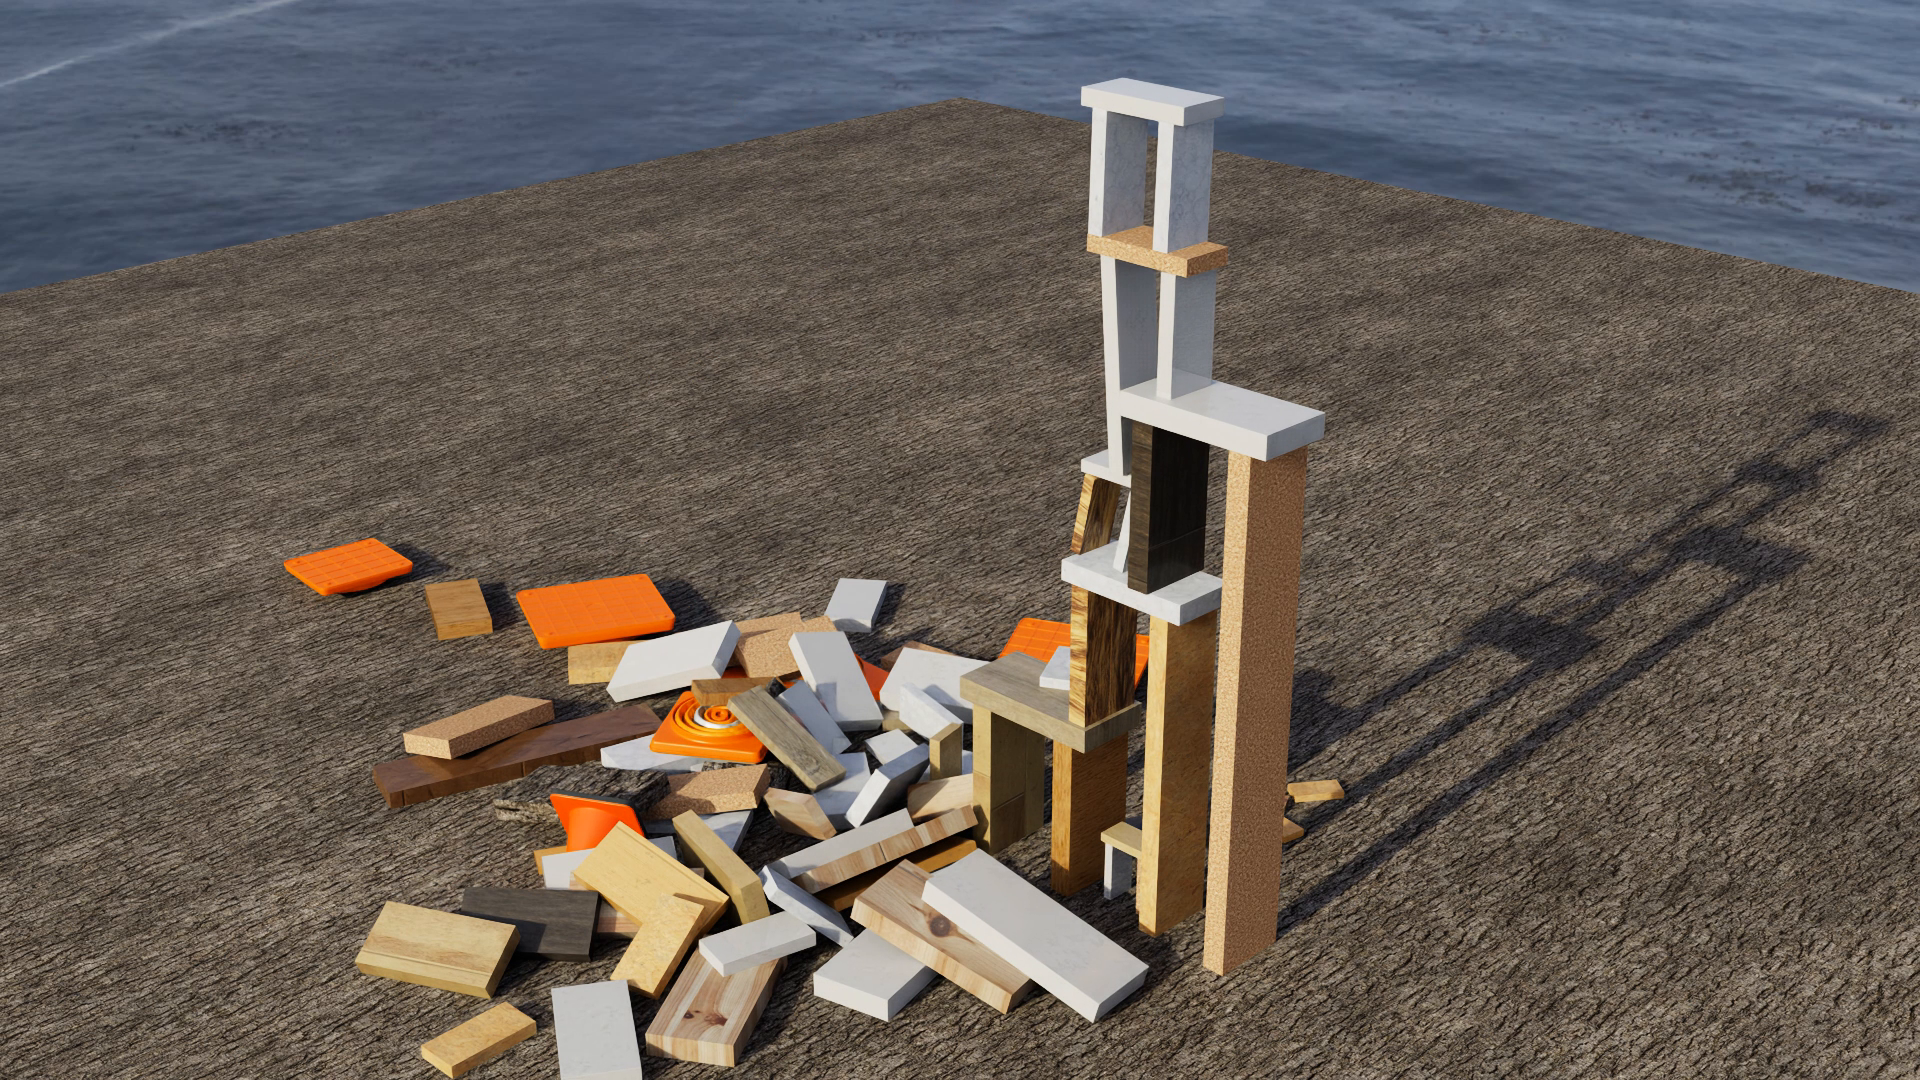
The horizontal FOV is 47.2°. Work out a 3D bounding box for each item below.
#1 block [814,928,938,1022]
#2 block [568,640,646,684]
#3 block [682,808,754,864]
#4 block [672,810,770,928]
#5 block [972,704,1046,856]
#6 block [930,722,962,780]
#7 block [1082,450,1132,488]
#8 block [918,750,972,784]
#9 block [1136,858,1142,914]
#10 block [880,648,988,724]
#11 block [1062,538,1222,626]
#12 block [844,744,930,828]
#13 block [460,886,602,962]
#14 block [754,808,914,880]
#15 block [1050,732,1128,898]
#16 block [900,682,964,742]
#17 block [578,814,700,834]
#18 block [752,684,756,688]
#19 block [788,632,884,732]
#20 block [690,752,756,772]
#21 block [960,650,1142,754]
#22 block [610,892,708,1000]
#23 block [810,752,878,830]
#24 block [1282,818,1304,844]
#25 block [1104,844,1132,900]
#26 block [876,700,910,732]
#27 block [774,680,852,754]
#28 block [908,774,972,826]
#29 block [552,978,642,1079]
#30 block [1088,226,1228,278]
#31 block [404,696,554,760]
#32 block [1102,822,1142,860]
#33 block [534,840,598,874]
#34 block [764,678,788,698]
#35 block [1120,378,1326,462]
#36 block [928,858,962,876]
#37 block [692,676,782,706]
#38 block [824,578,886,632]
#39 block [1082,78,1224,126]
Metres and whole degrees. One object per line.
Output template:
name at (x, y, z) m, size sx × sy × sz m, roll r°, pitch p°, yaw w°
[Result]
block at (-0.111, 0.745, 3.949) m, size 0.154 × 0.044 × 0.309 m, roll 13°, pitch 26°, yaw 28°
block at (-0.769, 0.278, 5.059) m, size 0.259 × 0.037 × 0.130 m, roll -4°, pitch 23°, yaw -8°
block at (-0.475, 0.578, 4.319) m, size 0.096 × 0.027 × 0.192 m, roll 3°, pitch 23°, yaw 8°
block at (-0.439, 0.630, 4.085) m, size 0.041 × 0.145 × 0.290 m, roll -25°, pitch 31°, yaw -23°
block at (0.096, 0.443, 4.306) m, size 0.045 × 0.320 × 0.160 m, roll 20°, pitch 30°, yaw 39°
block at (-0.028, 0.463, 4.455) m, size 0.024 × 0.167 × 0.084 m, roll 14°, pitch 26°, yaw 29°
block at (0.299, -0.122, 3.869) m, size 0.158 × 0.022 × 0.079 m, roll 21°, pitch 31°, yaw 40°
block at (0.024, 0.488, 4.565) m, size 0.247 × 0.035 × 0.124 m, roll 11°, pitch 25°, yaw 24°
block at (0.356, 0.638, 4.106) m, size 0.017 × 0.119 × 0.059 m, roll 21°, pitch 31°, yaw 41°
block at (0.004, 0.328, 4.819) m, size 0.322 × 0.046 × 0.161 m, roll 9°, pitch 38°, yaw 16°
block at (0.328, 0.073, 3.898) m, size 0.138 × 0.039 × 0.275 m, roll -21°, pitch 31°, yaw -40°
block at (-0.136, 0.487, 4.378) m, size 0.035 × 0.124 × 0.247 m, roll 38°, pitch 18°, yaw 13°
block at (-0.784, 0.698, 3.993) m, size 0.247 × 0.035 × 0.123 m, roll 2°, pitch 56°, yaw 4°
block at (-0.244, 0.593, 4.208) m, size 0.290 × 0.041 × 0.145 m, roll -18°, pitch -9°, yaw -36°
block at (0.246, 0.501, 4.170) m, size 0.045 × 0.320 × 0.160 m, roll 21°, pitch 31°, yaw 40°
block at (-0.062, 0.386, 4.699) m, size 0.026 × 0.091 × 0.183 m, roll -23°, pitch 40°, yaw -33°
block at (-0.599, 0.564, 4.409) m, size 0.324 × 0.017 × 0.062 m, roll 1°, pitch 23°, yaw 2°
block at (-0.391, 0.393, 4.656) m, size 0.176 × 0.025 × 0.088 m, roll 44°, pitch 24°, yaw -9°
block at (-0.272, 0.308, 4.813) m, size 0.126 × 0.036 × 0.253 m, roll 0°, pitch 47°, yaw -33°
block at (-0.495, 0.480, 4.608) m, size 0.123 × 0.017 × 0.062 m, roll -12°, pitch 26°, yaw -26°
block at (0.170, 0.303, 4.167) m, size 0.320 × 0.045 × 0.160 m, roll 21°, pitch 31°, yaw 40°
block at (-0.535, 0.723, 3.918) m, size 0.093 × 0.026 × 0.185 m, roll 12°, pitch 53°, yaw 26°
block at (-0.242, 0.513, 4.506) m, size 0.124 × 0.035 × 0.248 m, roll -3°, pitch 23°, yaw -8°
block at (0.632, 0.570, 4.397) m, size 0.052 × 0.015 × 0.104 m, roll -15°, pitch 27°, yaw -32°
block at (0.300, 0.616, 4.157) m, size 0.017 × 0.119 × 0.059 m, roll 21°, pitch 31°, yaw 41°
block at (-0.043, 0.375, 4.841) m, size 0.274 × 0.027 × 0.096 m, roll -4°, pitch 23°, yaw -10°
block at (-0.312, 0.386, 4.663) m, size 0.025 × 0.175 × 0.088 m, roll -39°, pitch -3°, yaw 32°
block at (-0.023, 0.518, 4.384) m, size 0.167 × 0.024 × 0.084 m, roll -13°, pitch 59°, yaw 20°
block at (-0.618, 0.841, 3.730) m, size 0.131 × 0.037 × 0.261 m, roll -5°, pitch 24°, yaw -12°
block at (0.328, -0.485, 3.664) m, size 0.214 × 0.030 × 0.107 m, roll 22°, pitch 31°, yaw 40°
block at (-1.026, 0.398, 4.701) m, size 0.145 × 0.041 × 0.290 m, roll 3°, pitch 15°, yaw 37°
block at (0.328, 0.564, 4.105) m, size 0.119 × 0.017 × 0.059 m, roll 21°, pitch 31°, yaw 41°
block at (-0.763, 0.618, 4.281) m, size 0.123 × 0.017 × 0.062 m, roll -7°, pitch 24°, yaw -17°
block at (-0.348, 0.377, 4.691) m, size 0.175 × 0.025 × 0.088 m, roll 43°, pitch 20°, yaw -12°
block at (0.434, -0.210, 3.663) m, size 0.155 × 0.044 × 0.311 m, roll -21°, pitch 31°, yaw -41°
block at (-0.031, 0.652, 4.195) m, size 0.158 × 0.022 × 0.079 m, roll -21°, pitch 31°, yaw -40°
block at (-0.475, 0.326, 4.747) m, size 0.192 × 0.027 × 0.096 m, roll -1°, pitch 15°, yaw -20°
block at (-0.254, 0.158, 5.347) m, size 0.116 × 0.033 × 0.232 m, roll 3°, pitch 23°, yaw 7°
block at (0.313, -0.715, 3.584) m, size 0.212 × 0.030 × 0.106 m, roll 21°, pitch 31°, yaw 39°
